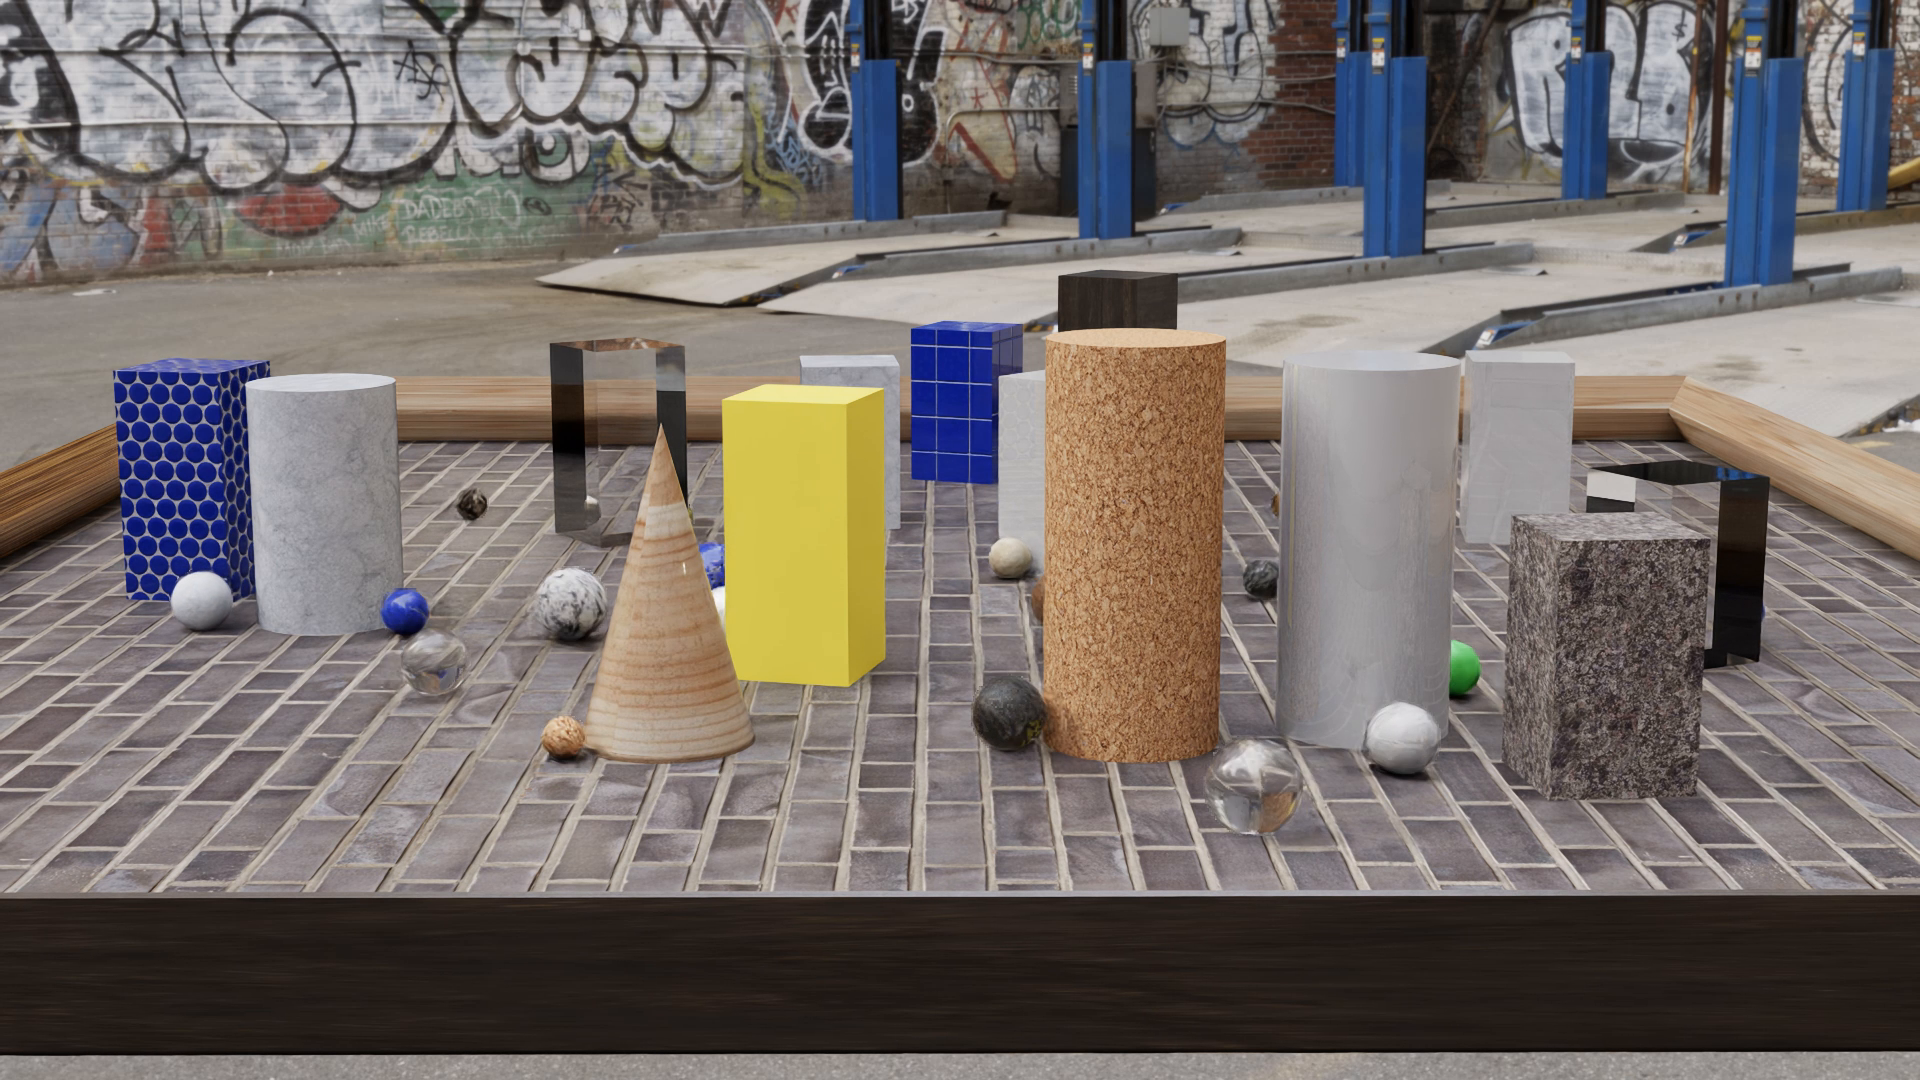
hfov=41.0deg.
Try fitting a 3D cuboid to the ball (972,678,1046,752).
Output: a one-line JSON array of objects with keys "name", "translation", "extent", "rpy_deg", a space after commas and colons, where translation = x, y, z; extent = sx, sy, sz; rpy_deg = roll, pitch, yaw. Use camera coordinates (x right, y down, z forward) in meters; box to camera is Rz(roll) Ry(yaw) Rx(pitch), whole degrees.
[{"name": "ball", "translation": [0.053, 0.186, 2.747], "extent": [0.079, 0.079, 0.079], "rpy_deg": [0, 11, 0]}]

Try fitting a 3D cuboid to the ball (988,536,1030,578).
[{"name": "ball", "translation": [0.071, 0.025, 3.666], "extent": [0.059, 0.059, 0.059], "rpy_deg": [0, 11, 0]}]

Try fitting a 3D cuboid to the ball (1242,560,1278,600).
[{"name": "ball", "translation": [0.416, 0.055, 3.514], "extent": [0.057, 0.057, 0.057], "rpy_deg": [0, 11, 0]}]

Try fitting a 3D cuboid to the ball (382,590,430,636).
[{"name": "ball", "translation": [-0.713, 0.093, 3.299], "extent": [0.060, 0.060, 0.060], "rpy_deg": [0, 11, 0]}]

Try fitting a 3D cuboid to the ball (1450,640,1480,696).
[{"name": "ball", "translation": [0.573, 0.150, 2.986], "extent": [0.065, 0.065, 0.065], "rpy_deg": [0, 11, 0]}]

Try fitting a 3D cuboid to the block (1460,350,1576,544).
[{"name": "block", "translation": [0.862, -0.145, 3.979], "extent": [0.153, 0.280, 0.153], "rpy_deg": [1, 11, 7]}]

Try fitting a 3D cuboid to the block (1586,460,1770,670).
[{"name": "block", "translation": [0.881, 0.030, 3.170], "extent": [0.153, 0.231, 0.153], "rpy_deg": [-5, 12, -26]}]

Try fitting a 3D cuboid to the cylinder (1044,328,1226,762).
[{"name": "cylinder", "translation": [0.186, 0.002, 2.756], "extent": [0.191, 0.439, 0.191], "rpy_deg": [0, 11, 0]}]

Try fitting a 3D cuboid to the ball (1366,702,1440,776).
[{"name": "ball", "translation": [0.458, 0.206, 2.655], "extent": [0.075, 0.075, 0.075], "rpy_deg": [0, 11, 0]}]

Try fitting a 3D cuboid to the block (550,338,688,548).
[{"name": "block", "translation": [-0.528, -0.154, 3.977], "extent": [0.153, 0.299, 0.153], "rpy_deg": [-7, 13, -35]}]

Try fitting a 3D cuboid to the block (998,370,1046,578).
[{"name": "block", "translation": [0.163, -0.096, 3.704], "extent": [0.153, 0.284, 0.153], "rpy_deg": [9, 14, 40]}]

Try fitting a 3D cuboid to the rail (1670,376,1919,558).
[{"name": "rail", "translation": [1.403, 0.030, 3.457], "extent": [0.045, 0.124, 3.156], "rpy_deg": [0, 11, 0]}]

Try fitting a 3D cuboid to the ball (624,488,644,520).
[{"name": "ball", "translation": [-0.516, -0.059, 4.136], "extent": [0.052, 0.052, 0.052], "rpy_deg": [0, 11, 0]}]

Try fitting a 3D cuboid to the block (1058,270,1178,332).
[{"name": "block", "translation": [0.273, -0.278, 4.455], "extent": [0.153, 0.367, 0.153], "rpy_deg": [6, 12, 31]}]

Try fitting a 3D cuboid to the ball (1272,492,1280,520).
[{"name": "ball", "translation": [0.526, -0.055, 4.112], "extent": [0.054, 0.054, 0.054], "rpy_deg": [0, 11, 0]}]

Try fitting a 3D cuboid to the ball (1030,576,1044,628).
[{"name": "ball", "translation": [0.134, 0.079, 3.303], "extent": [0.087, 0.087, 0.087], "rpy_deg": [0, 11, 0]}]

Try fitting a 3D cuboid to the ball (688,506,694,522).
[{"name": "ball", "translation": [-0.442, -0.037, 4.047], "extent": [0.042, 0.042, 0.042], "rpy_deg": [0, 11, 0]}]

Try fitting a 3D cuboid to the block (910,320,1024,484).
[{"name": "block", "translation": [0.013, -0.247, 4.559], "extent": [0.153, 0.267, 0.153], "rpy_deg": [4, 11, 21]}]

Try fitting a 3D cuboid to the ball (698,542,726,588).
[{"name": "ball", "translation": [-0.332, 0.051, 3.430], "extent": [0.095, 0.095, 0.095], "rpy_deg": [0, 11, 0]}]

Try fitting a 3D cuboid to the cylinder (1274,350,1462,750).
[{"name": "cylinder", "translation": [0.445, 0.007, 2.809], "extent": [0.191, 0.409, 0.191], "rpy_deg": [0, 11, 0]}]

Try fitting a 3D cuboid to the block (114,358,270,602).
[{"name": "block", "translation": [-1.055, -0.085, 3.557], "extent": [0.153, 0.315, 0.153], "rpy_deg": [2, 11, 12]}]

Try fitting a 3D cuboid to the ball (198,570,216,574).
[{"name": "ball", "translation": [-1.003, 0.072, 3.403], "extent": [0.064, 0.064, 0.064], "rpy_deg": [0, 11, 0]}]

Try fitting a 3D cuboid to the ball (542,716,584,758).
[{"name": "ball", "translation": [-0.420, 0.209, 2.717], "extent": [0.045, 0.045, 0.045], "rpy_deg": [0, 11, 0]}]

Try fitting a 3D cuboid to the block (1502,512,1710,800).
[{"name": "block", "translation": [0.657, 0.116, 2.622], "extent": [0.153, 0.264, 0.153], "rpy_deg": [-1, 11, -6]}]

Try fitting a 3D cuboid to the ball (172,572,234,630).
[{"name": "ball", "translation": [-0.984, 0.079, 3.331], "extent": [0.077, 0.077, 0.077], "rpy_deg": [0, 11, 0]}]

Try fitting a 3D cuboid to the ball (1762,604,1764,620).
[{"name": "ball", "translation": [1.006, 0.093, 3.304], "extent": [0.059, 0.059, 0.059], "rpy_deg": [0, 11, 0]}]

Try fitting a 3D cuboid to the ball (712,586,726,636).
[{"name": "ball", "translation": [-0.295, 0.094, 3.257], "extent": [0.074, 0.074, 0.074], "rpy_deg": [0, 11, 0]}]

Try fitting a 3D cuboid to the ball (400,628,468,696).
[{"name": "ball", "translation": [-0.612, 0.142, 2.989], "extent": [0.078, 0.078, 0.078], "rpy_deg": [0, 11, 0]}]

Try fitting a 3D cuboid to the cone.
[{"name": "cone", "translation": [-0.318, 0.046, 2.761], "extent": [0.191, 0.349, 0.191], "rpy_deg": [0, 11, 0]}]

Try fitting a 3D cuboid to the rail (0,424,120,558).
[{"name": "rail", "translation": [-1.403, 0.033, 3.441], "extent": [0.045, 0.124, 3.156], "rpy_deg": [0, 11, 0]}]

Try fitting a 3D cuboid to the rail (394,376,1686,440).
[{"name": "rail", "translation": [-0.009, -0.253, 4.977], "extent": [2.853, 0.124, 0.045], "rpy_deg": [0, 11, 0]}]

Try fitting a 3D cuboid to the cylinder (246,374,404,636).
[{"name": "cylinder", "translation": [-0.832, -0.050, 3.370], "extent": [0.191, 0.316, 0.191], "rpy_deg": [0, 11, 0]}]

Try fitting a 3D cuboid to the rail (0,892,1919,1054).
[{"name": "rail", "translation": [0.009, 0.316, 1.921], "extent": [2.853, 0.124, 0.045], "rpy_deg": [0, 11, 0]}]

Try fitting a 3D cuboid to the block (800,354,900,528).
[{"name": "block", "translation": [-0.177, -0.158, 4.105], "extent": [0.153, 0.259, 0.153], "rpy_deg": [-1, 11, -5]}]

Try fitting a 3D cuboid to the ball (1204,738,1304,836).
[{"name": "ball", "translation": [0.281, 0.235, 2.448], "extent": [0.093, 0.093, 0.093], "rpy_deg": [0, 11, 0]}]

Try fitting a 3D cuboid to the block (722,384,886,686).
[{"name": "block", "translation": [-0.186, -0.009, 3.093], "extent": [0.153, 0.337, 0.153], "rpy_deg": [3, 11, 15]}]

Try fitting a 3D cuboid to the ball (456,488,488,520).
[{"name": "ball", "translation": [-0.789, -0.058, 4.140], "extent": [0.051, 0.051, 0.051], "rpy_deg": [0, 11, 0]}]

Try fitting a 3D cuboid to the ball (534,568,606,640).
[{"name": "ball", "translation": [-0.497, 0.082, 3.275], "extent": [0.091, 0.091, 0.091], "rpy_deg": [0, 11, 0]}]
